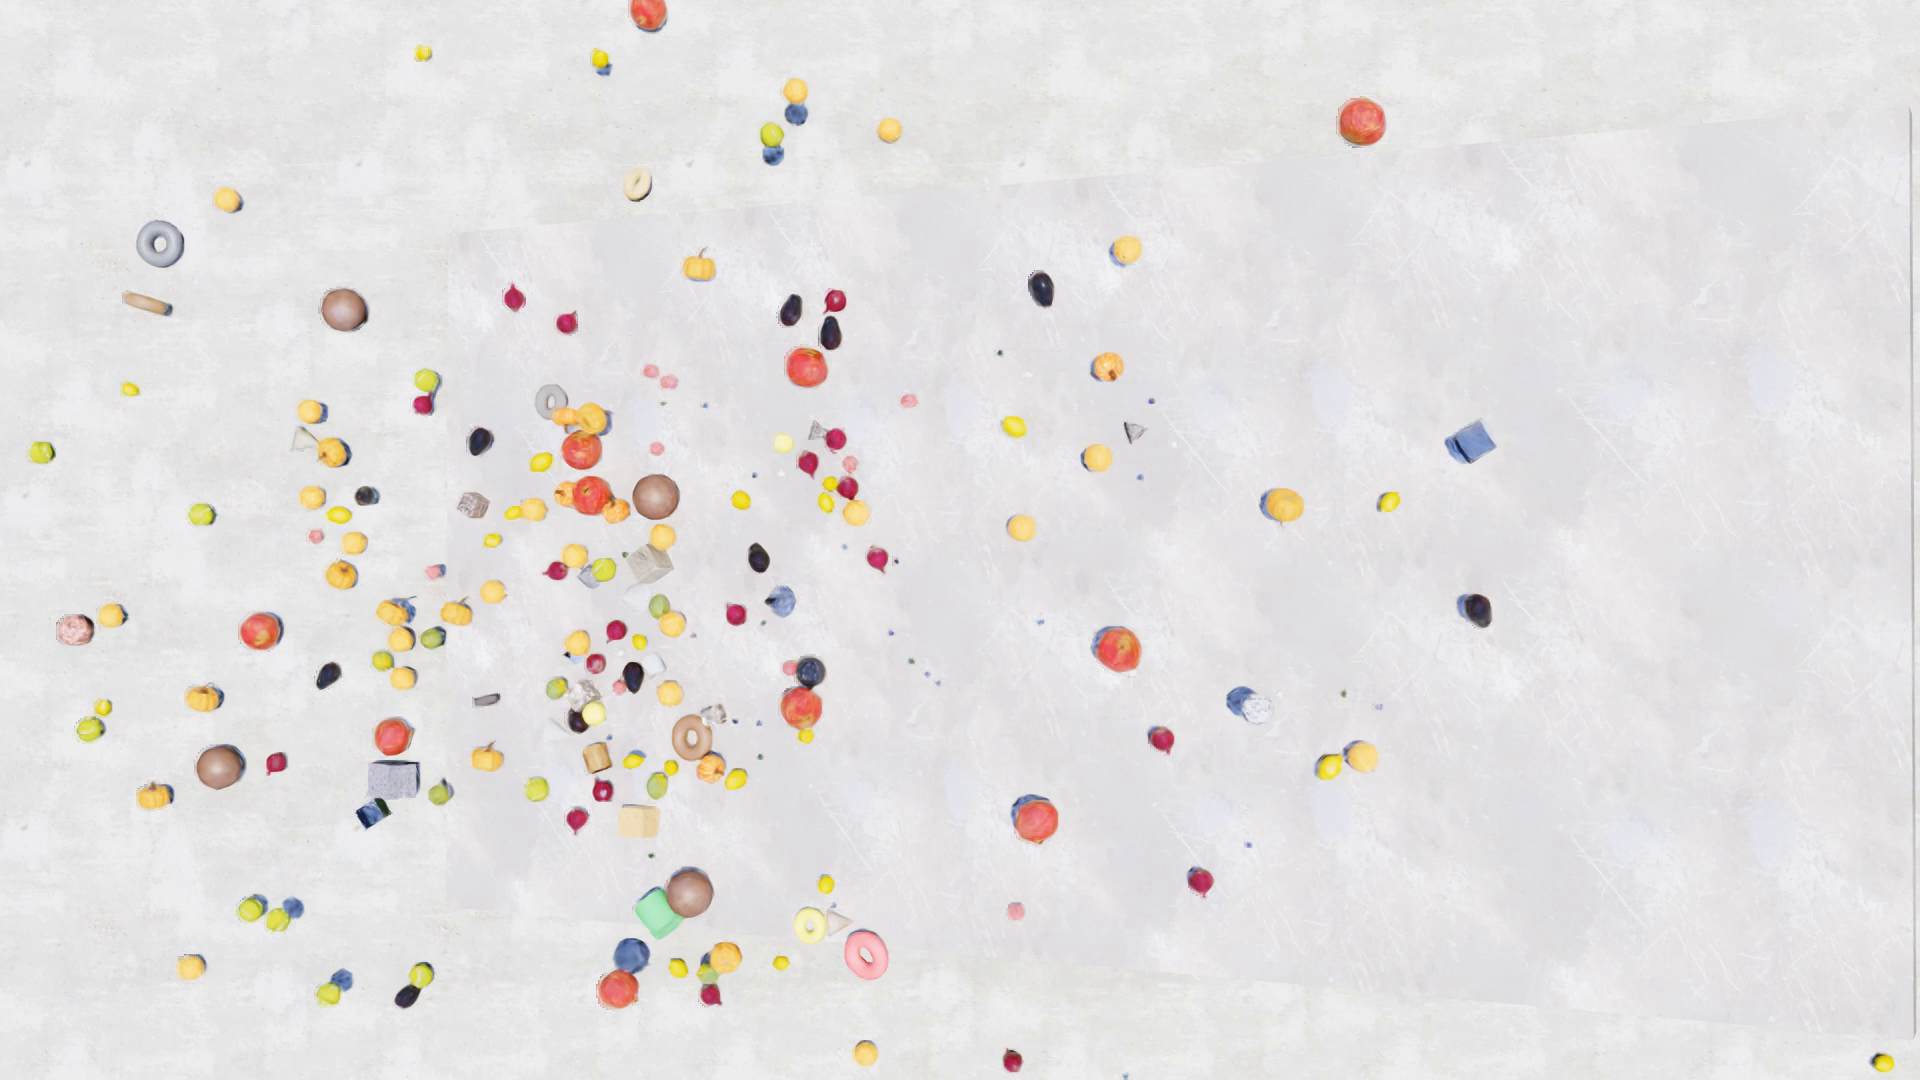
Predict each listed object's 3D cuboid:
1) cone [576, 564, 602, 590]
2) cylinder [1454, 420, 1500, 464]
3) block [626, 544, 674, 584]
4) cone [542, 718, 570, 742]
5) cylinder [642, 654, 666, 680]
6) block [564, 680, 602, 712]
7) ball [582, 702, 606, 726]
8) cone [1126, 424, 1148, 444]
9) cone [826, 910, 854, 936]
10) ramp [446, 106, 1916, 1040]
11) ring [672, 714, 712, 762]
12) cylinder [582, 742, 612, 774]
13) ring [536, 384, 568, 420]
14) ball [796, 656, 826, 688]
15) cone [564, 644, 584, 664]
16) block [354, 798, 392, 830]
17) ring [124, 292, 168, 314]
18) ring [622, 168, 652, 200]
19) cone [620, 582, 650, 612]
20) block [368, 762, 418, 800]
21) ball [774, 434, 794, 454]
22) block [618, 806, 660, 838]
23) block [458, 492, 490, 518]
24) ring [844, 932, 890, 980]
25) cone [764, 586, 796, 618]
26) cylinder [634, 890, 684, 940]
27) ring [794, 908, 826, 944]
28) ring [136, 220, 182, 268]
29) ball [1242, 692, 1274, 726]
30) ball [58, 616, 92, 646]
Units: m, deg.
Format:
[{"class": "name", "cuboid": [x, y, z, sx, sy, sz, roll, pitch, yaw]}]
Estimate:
[{"class": "cone", "cuboid": [-1.068, 0.105, 6.256, 0.071, 0.071, 0.071, 0, 89, 27]}, {"class": "cylinder", "cuboid": [1.197, -0.227, 5.095, 0.076, 0.076, 0.076, -26, 89, 32]}, {"class": "block", "cuboid": [-0.866, 0.066, 6.148, 0.081, 0.081, 0.081, -34, 75, 23]}, {"class": "cone", "cuboid": [-1.151, 0.555, 6.315, 0.075, 0.075, 0.075, 15, 89, 0]}, {"class": "cylinder", "cuboid": [-0.857, 0.353, 6.155, 0.053, 0.053, 0.053, -29, 75, 0]}, {"class": "block", "cuboid": [-1.073, 0.443, 6.259, 0.063, 0.063, 0.063, -42, 74, 21]}, {"class": "ball", "cuboid": [-1.037, 0.494, 6.239, 0.067, 0.067, 0.067, 0, 89, 0]}, {"class": "cone", "cuboid": [0.448, -0.273, 5.508, 0.057, 0.057, 0.057, -15, 89, -1]}, {"class": "cone", "cuboid": [-0.317, 1.023, 5.883, 0.072, 0.072, 0.072, -6, 89, 0]}, {"class": "ramp", "cuboid": [0.278, 0.079, 5.662, 4.000, 0.100, 2.000, 0, 89, 27]}, {"class": "ring", "cuboid": [-0.743, 0.549, 6.101, 0.131, 0.044, 0.131, 1, 91, 28]}, {"class": "cylinder", "cuboid": [-1.028, 0.619, 6.228, 0.070, 0.070, 0.070, -19, 81, 0]}, {"class": "ring", "cuboid": [-1.178, -0.398, 6.339, 0.107, 0.036, 0.107, 0, 90, 28]}, {"class": "ball", "cuboid": [-0.400, 0.354, 5.904, 0.084, 0.084, 0.084, 0, 89, 0]}, {"class": "cone", "cuboid": [-1.117, 0.327, 6.287, 0.058, 0.058, 0.058, 0, 89, 27]}, {"class": "block", "cuboid": [-1.753, 0.815, 6.569, 0.064, 0.064, 0.064, -33, 89, 24]}, {"class": "ring", "cuboid": [-2.427, -0.705, 6.555, 0.127, 0.127, 0.042, 16, 90, 0]}, {"class": "ring", "cuboid": [-0.968, -1.067, 6.588, 0.101, 0.034, 0.101, -14, 64, 30]}, {"class": "cone", "cuboid": [-0.930, 0.161, 6.177, 0.085, 0.085, 0.085, 0, 89, 27]}, {"class": "block", "cuboid": [-1.689, 0.715, 6.542, 0.100, 0.100, 0.100, 2, 89, 41]}, {"class": "ball", "cuboid": [-0.479, -0.262, 5.967, 0.055, 0.055, 0.055, 0, 89, 0]}, {"class": "block", "cuboid": [-0.898, 0.789, 6.157, 0.080, 0.080, 0.080, 2, 90, 27]}, {"class": "block", "cuboid": [-1.426, -0.103, 6.450, 0.058, 0.058, 0.058, 33, 104, 24]}, {"class": "ring", "cuboid": [-0.249, 1.104, 5.845, 0.135, 0.045, 0.135, 8, 107, 28]}, {"class": "cone", "cuboid": [-0.507, 0.167, 5.957, 0.089, 0.089, 0.089, 0, 89, 27]}, {"class": "cylinder", "cuboid": [-0.836, 1.040, 6.111, 0.098, 0.098, 0.098, -41, 71, 0]}, {"class": "ring", "cuboid": [-0.405, 1.040, 5.928, 0.098, 0.033, 0.098, 0, 89, 26]}, {"class": "ring", "cuboid": [-2.405, -0.889, 6.606, 0.141, 0.047, 0.141, 0, 93, 2]}, {"class": "ball", "cuboid": [0.705, 0.400, 5.209, 0.076, 0.076, 0.076, 0, 89, 0]}, {"class": "ball", "cuboid": [-2.644, 0.272, 6.570, 0.095, 0.095, 0.095, 0, 89, 0]}]
